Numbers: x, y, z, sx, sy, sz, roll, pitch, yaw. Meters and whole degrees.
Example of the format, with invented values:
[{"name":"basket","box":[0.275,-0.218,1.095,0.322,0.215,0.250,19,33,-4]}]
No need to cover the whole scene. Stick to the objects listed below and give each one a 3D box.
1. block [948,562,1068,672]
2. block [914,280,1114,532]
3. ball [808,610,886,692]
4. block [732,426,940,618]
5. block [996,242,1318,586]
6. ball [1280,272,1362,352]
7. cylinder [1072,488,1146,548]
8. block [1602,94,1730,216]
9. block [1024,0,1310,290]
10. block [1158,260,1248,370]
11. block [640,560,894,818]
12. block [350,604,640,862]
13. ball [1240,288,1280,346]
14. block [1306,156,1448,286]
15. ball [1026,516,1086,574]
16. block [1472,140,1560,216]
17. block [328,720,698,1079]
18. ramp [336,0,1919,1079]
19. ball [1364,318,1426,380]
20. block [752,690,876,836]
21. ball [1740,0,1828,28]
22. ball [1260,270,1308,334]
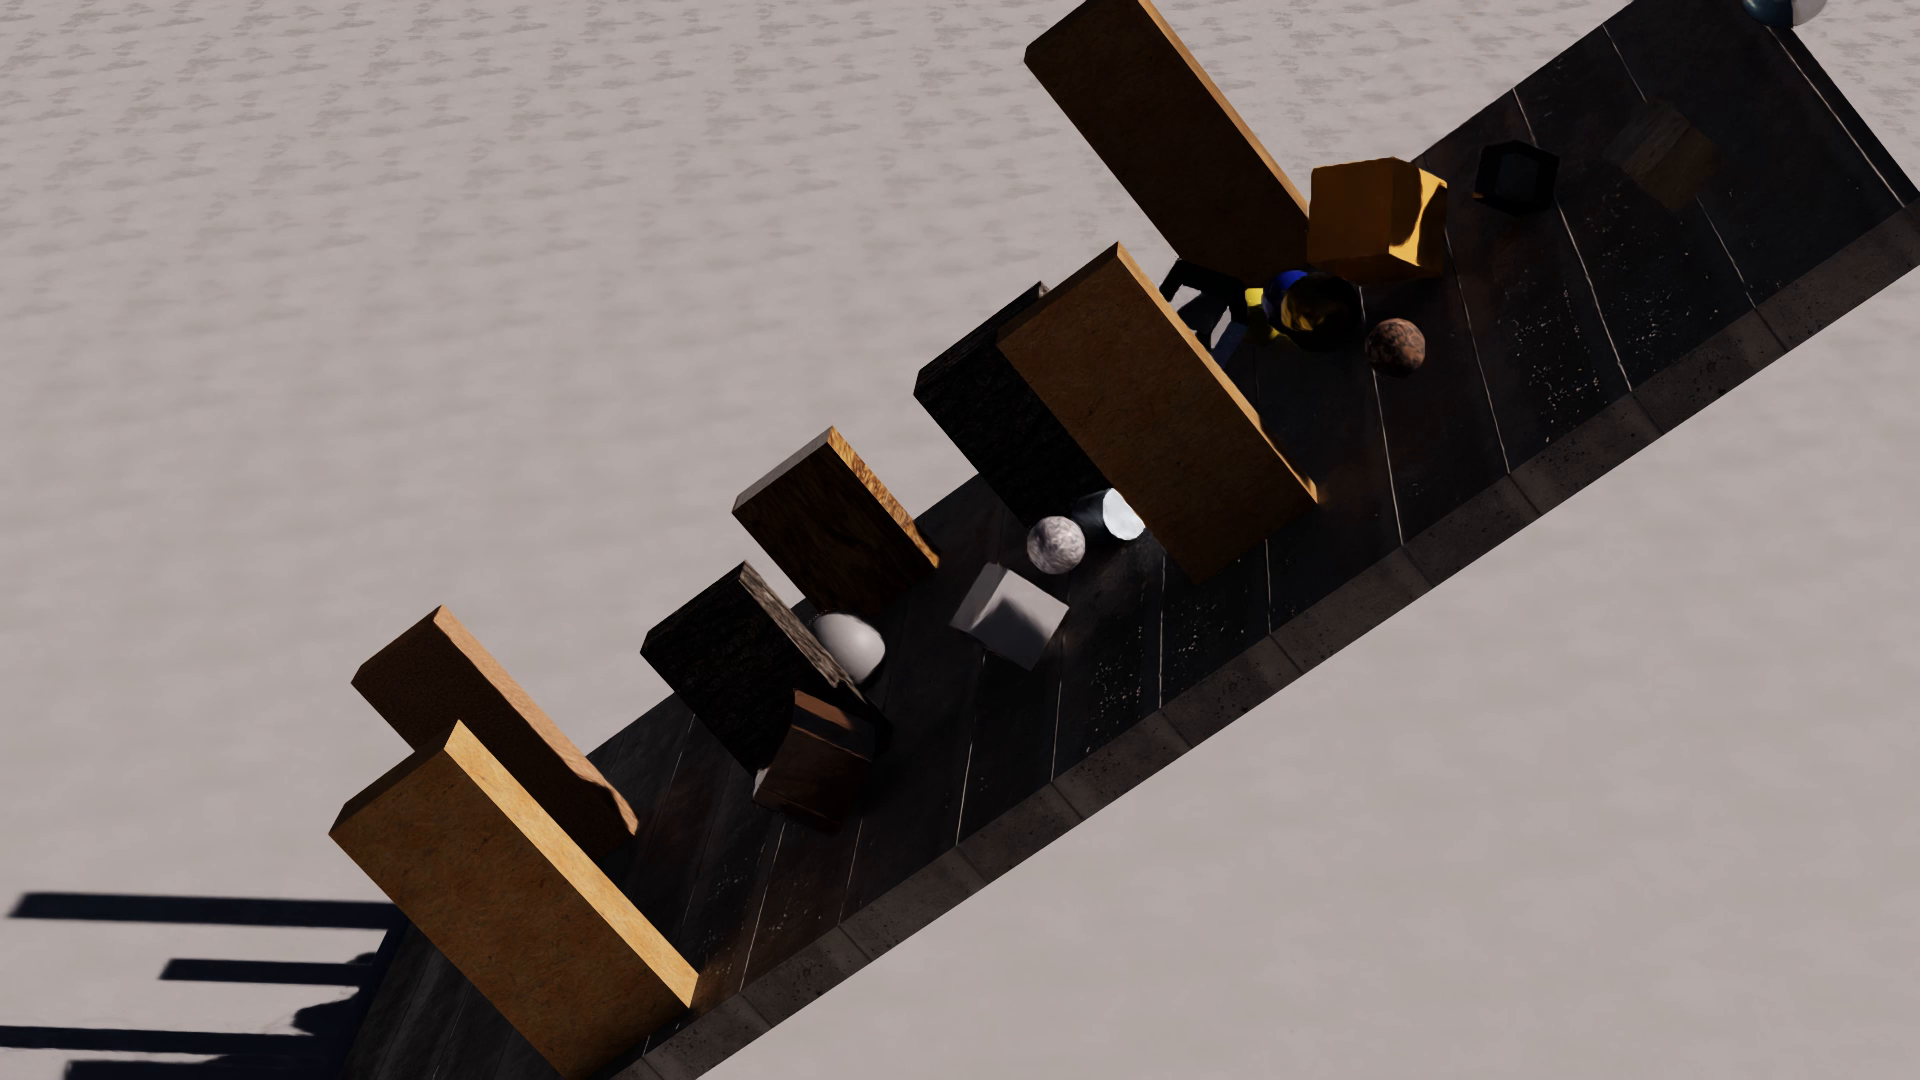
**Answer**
[{"name":"block","box":[0.098,0.154,5.931,0.151,0.151,0.151,32,-4,-16]},{"name":"block","box":[0.189,-0.248,6.257,0.334,0.490,0.149,-36,16,18]},{"name":"ball","box":[-0.252,0.245,6.333,0.188,0.188,0.188,0,23,0]},{"name":"block","box":[-0.290,-0.019,6.917,0.294,0.402,0.105,-36,16,18]},{"name":"block","box":[0.374,-0.234,5.552,0.285,0.617,0.091,-36,16,18]},{"name":"ball","box":[0.755,-0.476,6.158,0.169,0.169,0.169,0,23,0]},{"name":"cylinder","box":[0.310,-0.048,6.131,0.114,0.114,0.114,-17,1,-34]},{"name":"block","box":[1.282,-0.701,5.349,0.140,0.140,0.140,37,14,-13]},{"name":"block","box":[0.504,-0.913,6.808,0.290,0.773,0.142,-36,16,18]},{"name":"block","box":[0.495,-0.461,6.149,0.154,0.154,0.154,21,63,23]},{"name":"block","box":[-0.400,0.313,6.119,0.271,0.482,0.106,-36,16,18]},{"name":"block","box":[-1.073,0.489,6.823,0.263,0.690,0.093,-36,16,18]},{"name":"ball","box":[0.656,-0.496,6.520,0.128,0.128,0.128,0,23,0]},{"name":"block","box":[0.861,-0.655,6.071,0.201,0.201,0.201,-3,-11,41]},{"name":"ball","box":[0.197,0.011,6.048,0.122,0.122,0.122,0,23,0]},{"name":"block","box":[1.135,-0.738,6.005,0.112,0.112,0.112,17,-9,-26]},{"name":"block","box":[-0.859,0.708,5.698,0.305,0.704,0.123,-36,16,18]},{"name":"ramp","box":[0.123,0.184,6.336,4.000,0.100,2.000,-36,16,18]},{"name":"ball","box":[0.851,-0.374,5.748,0.119,0.119,0.119,0,23,0]},{"name":"block","box":[-0.292,0.446,5.913,0.180,0.180,0.180,25,19,-9]},{"name":"ball","box":[1.634,-1.109,5.831,0.188,0.188,0.188,0,23,0]},{"name":"ball","box":[0.724,-0.515,6.388,0.141,0.141,0.141,0,23,0]}]
